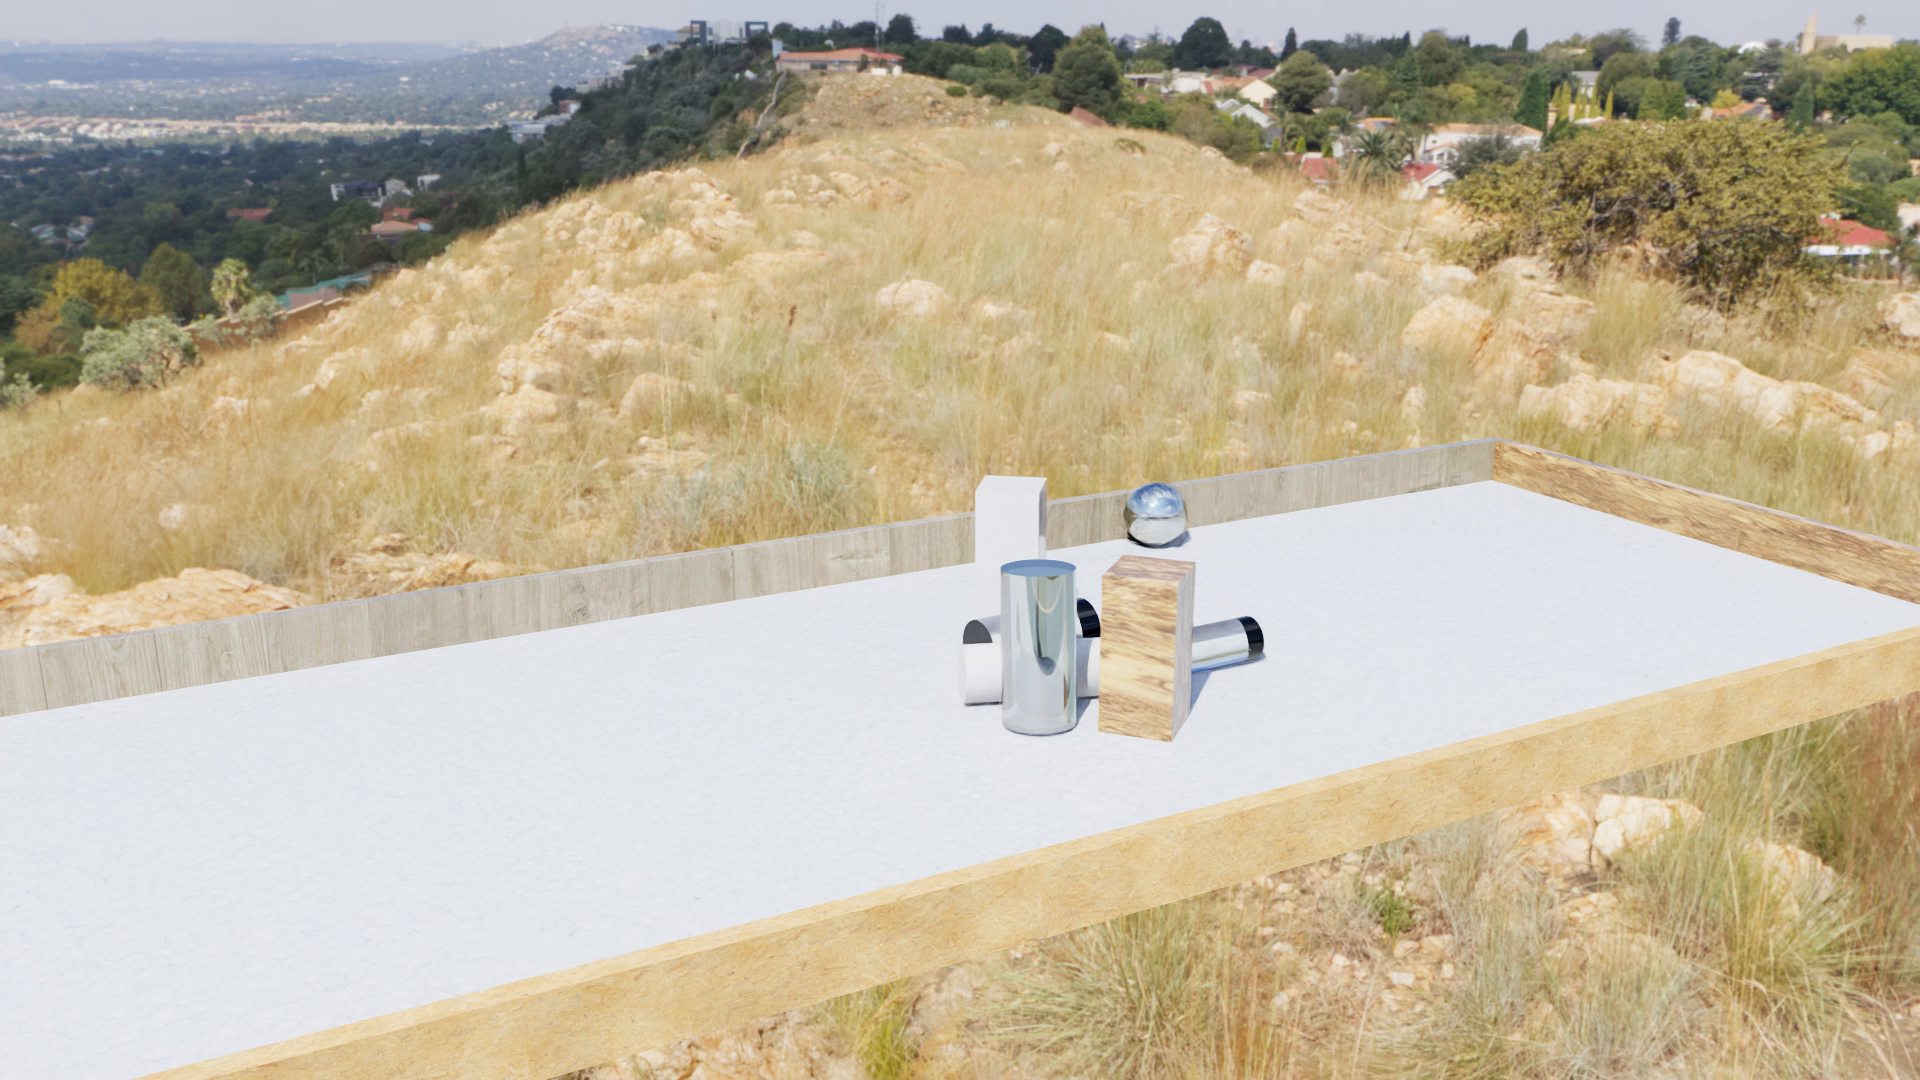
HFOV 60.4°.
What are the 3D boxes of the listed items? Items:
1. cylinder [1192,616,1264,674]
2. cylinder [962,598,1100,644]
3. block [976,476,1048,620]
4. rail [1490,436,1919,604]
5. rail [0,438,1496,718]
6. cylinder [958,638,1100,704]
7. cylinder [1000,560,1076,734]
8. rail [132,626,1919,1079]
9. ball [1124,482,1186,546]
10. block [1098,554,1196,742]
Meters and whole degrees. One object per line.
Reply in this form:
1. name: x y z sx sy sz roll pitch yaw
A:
1. cylinder: 0.579 0.282 4.187 0.401 0.116 0.116 -9 19 -29
2. cylinder: 0.186 0.250 4.235 0.328 0.152 0.152 -11 20 -31
3. block: 0.136 0.060 4.385 0.165 0.431 0.165 3 17 10
4. rail: 2.466 -0.048 5.253 0.050 0.150 2.100 -9 18 -27
5. rail: -3.305 0.497 3.399 12.000 0.150 0.050 -9 18 -27
6. cylinder: 0.200 0.317 4.024 0.395 0.143 0.143 -2 17 -8
7. cylinder: 0.183 0.246 3.839 0.175 0.372 0.175 -1 13 0
8. rail: -2.336 1.006 1.665 12.000 0.150 0.050 -9 18 -27
9. ball: 0.624 -0.082 5.276 0.202 0.202 0.202 0 16 0
10. block: 0.434 0.249 3.831 0.174 0.382 0.174 6 18 20
